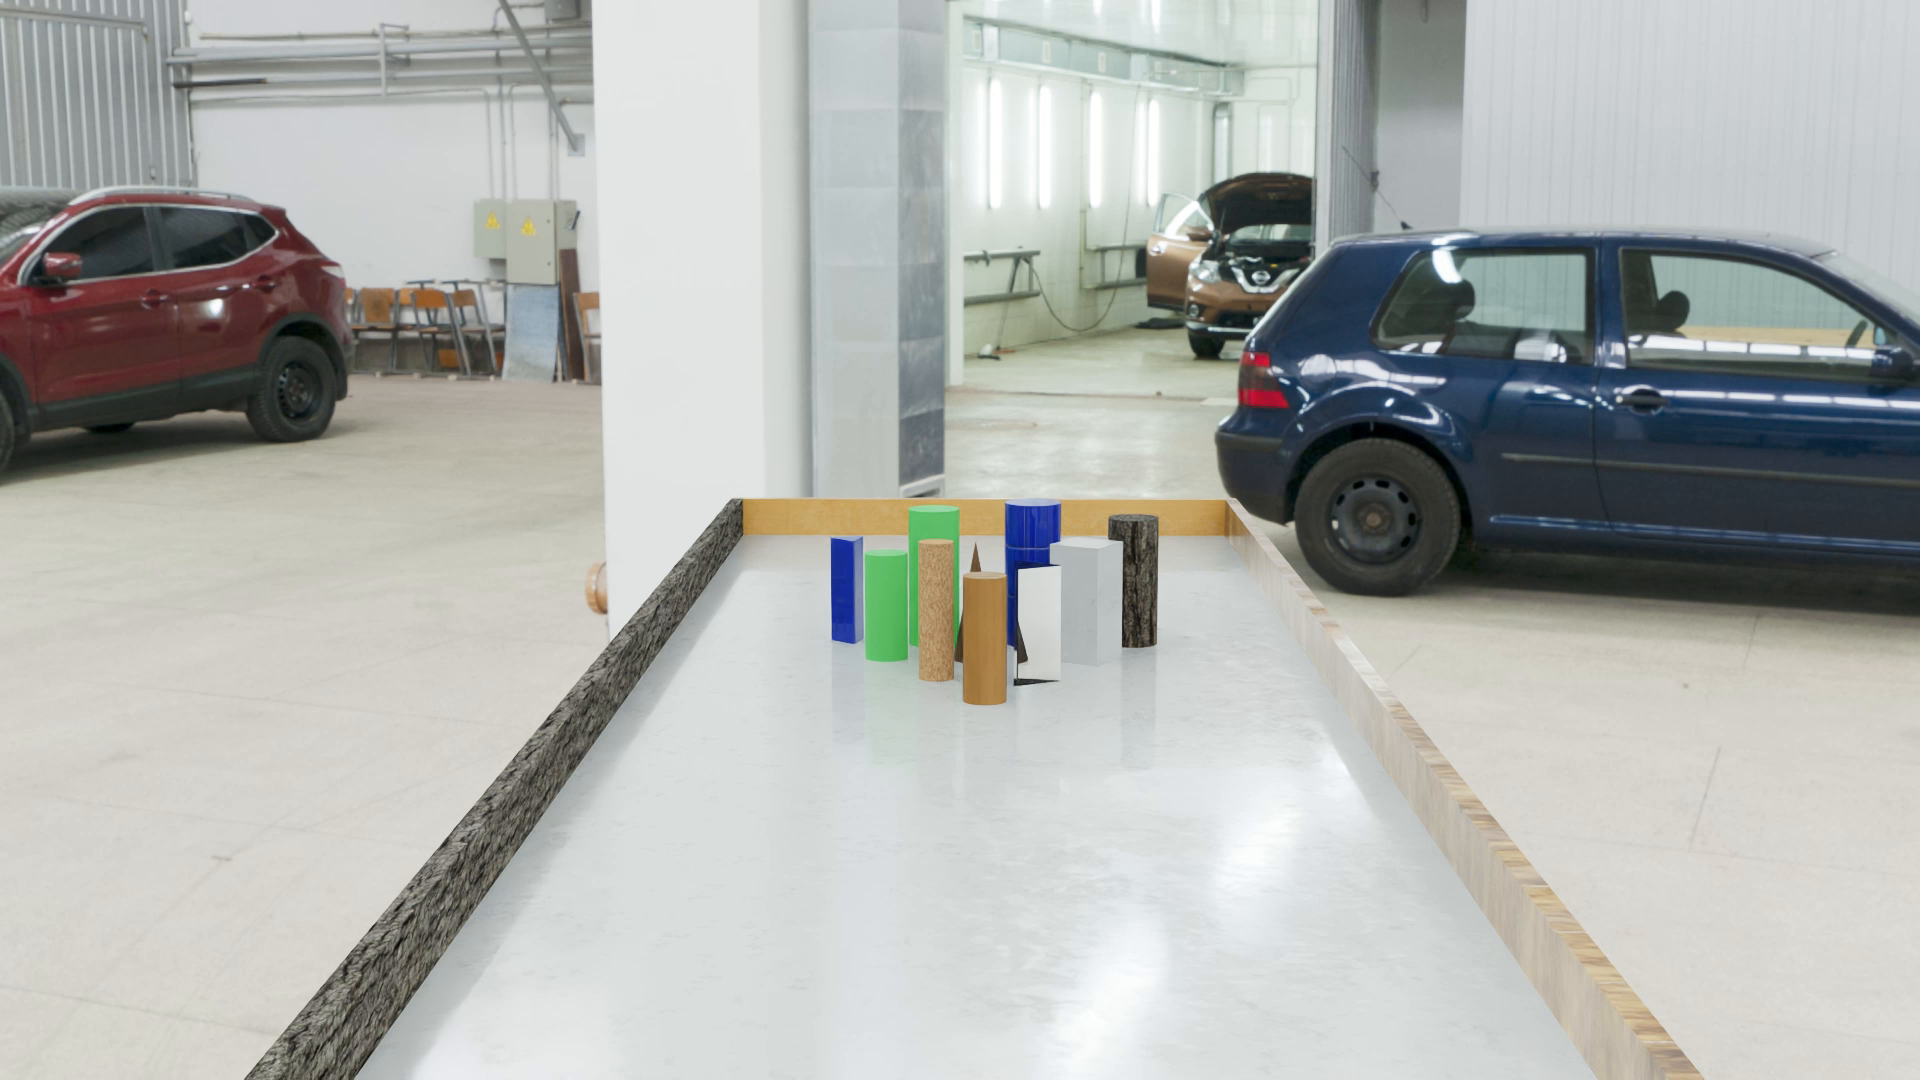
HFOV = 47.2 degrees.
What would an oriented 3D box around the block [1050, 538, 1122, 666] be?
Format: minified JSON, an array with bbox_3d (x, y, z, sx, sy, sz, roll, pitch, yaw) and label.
[{"bbox_3d":[0.384,0.185,6.693,0.164,0.359,0.164,5,10,31],"label":"block"}]

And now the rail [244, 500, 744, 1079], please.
[{"bbox_3d":[-1.004,0.839,3.234,0.050,0.150,12.000,0,9,1],"label":"rail"}]

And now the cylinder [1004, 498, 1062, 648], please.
[{"bbox_3d":[0.229,0.103,6.923,0.178,0.449,0.178,0,9,0],"label":"cylinder"}]

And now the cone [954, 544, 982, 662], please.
[{"bbox_3d":[0.048,0.183,6.688,0.138,0.365,0.138,0,9,0],"label":"cone"}]

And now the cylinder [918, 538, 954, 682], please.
[{"bbox_3d":[-0.069,0.205,6.423,0.103,0.405,0.103,0,9,0],"label":"cylinder"}]

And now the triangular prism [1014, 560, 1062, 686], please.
[{"bbox_3d":[0.196,0.238,6.416,0.153,0.341,0.133,-5,10,-27],"label":"triangular prism"}]

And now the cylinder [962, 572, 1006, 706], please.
[{"bbox_3d":[0.069,0.274,6.141,0.123,0.356,0.123,0,9,0],"label":"cylinder"}]

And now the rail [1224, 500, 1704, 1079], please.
[{"bbox_3d":[1.046,0.843,3.208,0.050,0.150,12.000,0,9,1],"label":"rail"}]

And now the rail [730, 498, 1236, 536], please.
[{"bbox_3d":[0.099,-0.098,9.147,2.100,0.150,0.050,0,9,1],"label":"rail"}]

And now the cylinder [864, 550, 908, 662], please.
[{"bbox_3d":[-0.225,0.199,6.714,0.132,0.325,0.132,0,9,0],"label":"cylinder"}]

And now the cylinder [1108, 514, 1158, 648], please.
[{"bbox_3d":[0.544,0.127,6.927,0.158,0.400,0.158,0,9,0],"label":"cylinder"}]

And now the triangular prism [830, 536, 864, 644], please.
[{"bbox_3d":[-0.340,0.155,6.979,0.104,0.329,0.090,8,12,42],"label":"triangular prism"}]

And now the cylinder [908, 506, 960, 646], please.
[{"bbox_3d":[-0.082,0.113,6.925,0.160,0.428,0.160,0,9,0],"label":"cylinder"}]
